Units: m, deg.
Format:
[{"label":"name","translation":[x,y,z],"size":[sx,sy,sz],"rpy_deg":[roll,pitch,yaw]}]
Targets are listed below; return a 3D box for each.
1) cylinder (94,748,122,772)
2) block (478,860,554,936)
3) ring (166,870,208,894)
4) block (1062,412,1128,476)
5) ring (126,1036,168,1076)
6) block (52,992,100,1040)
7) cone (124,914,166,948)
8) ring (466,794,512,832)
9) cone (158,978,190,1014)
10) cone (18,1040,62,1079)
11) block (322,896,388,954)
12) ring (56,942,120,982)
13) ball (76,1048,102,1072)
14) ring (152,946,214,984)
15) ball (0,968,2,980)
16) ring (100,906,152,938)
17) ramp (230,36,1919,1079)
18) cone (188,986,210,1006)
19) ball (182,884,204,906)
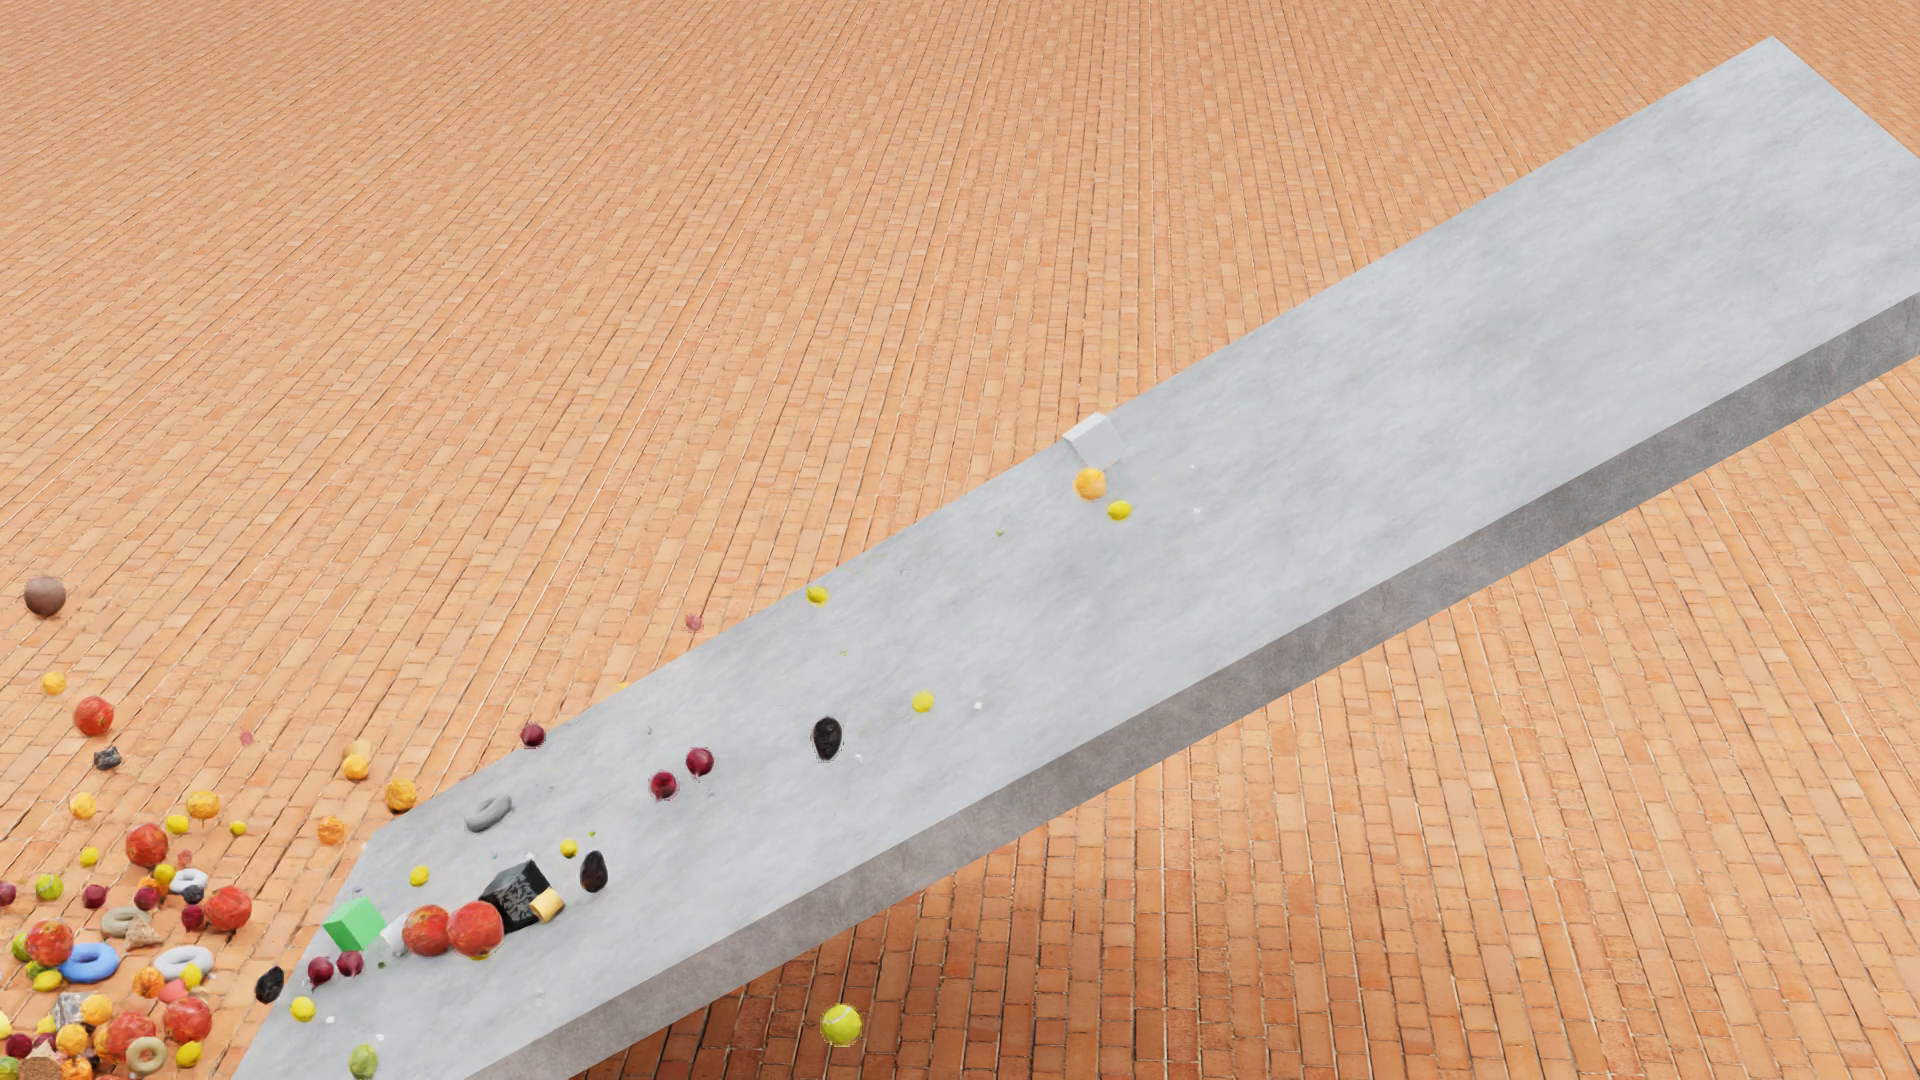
[{"label":"cylinder","translation":[-2.382,0.613,8.216],"size":[0.054,0.054,0.054],"rpy_deg":[17,27,40]},{"label":"block","translation":[-0.939,0.759,6.244],"size":[0.099,0.099,0.099],"rpy_deg":[-23,17,32]},{"label":"ring","translation":[-1.977,0.875,7.527],"size":[0.104,0.035,0.104],"rpy_deg":[0,21,0]},{"label":"block","translation":[0.312,-0.222,6.792],"size":[0.099,0.099,0.099],"rpy_deg":[-34,15,-5]},{"label":"ring","translation":[-1.804,1.144,6.520],"size":[0.090,0.090,0.030],"rpy_deg":[-8,13,-22]},{"label":"block","translation":[-2.038,1.095,6.778],"size":[0.076,0.076,0.076],"rpy_deg":[1,51,-34]},{"label":"cone","translation":[-1.996,0.976,7.235],"size":[0.088,0.088,0.088],"rpy_deg":[21,10,-25]},{"label":"ring","translation":[-1.137,0.658,7.094],"size":[0.126,0.042,0.126],"rpy_deg":[-32,15,10]},{"label":"cone","translation":[-1.813,1.073,6.838],"size":[0.077,0.077,0.077],"rpy_deg":[-21,60,-45]},{"label":"cone","translation":[-2.039,1.146,6.543],"size":[0.097,0.097,0.097],"rpy_deg":[-2,38,-5]},{"label":"block","translation":[-1.398,0.890,6.797],"size":[0.087,0.087,0.087],"rpy_deg":[-17,21,45]},{"label":"ring","translation":[-2.103,1.019,7.096],"size":[0.145,0.048,0.145],"rpy_deg":[2,23,-1]},{"label":"ball","translation":[-1.969,1.174,6.647],"size":[0.055,0.055,0.055],"rpy_deg":[0,19,0]},{"label":"ring","translation":[-1.871,1.023,7.084],"size":[0.144,0.048,0.144],"rpy_deg":[-4,19,2]},{"label":"ball","translation":[-2.318,1.039,7.027],"size":[0.057,0.057,0.057],"rpy_deg":[0,19,0]},{"label":"ring","translation":[-2.074,0.949,7.310],"size":[0.123,0.041,0.123],"rpy_deg":[0,21,0]},{"label":"ramp","translation":[0.141,0.169,6.289],"size":[4.000,0.100,2.000],"rpy_deg":[-29,15,13]},{"label":"cone","translation":[-1.800,1.081,6.913],"size":[0.052,0.052,0.052],"rpy_deg":[-35,-7,41]},{"label":"ball","translation":[-1.939,0.897,7.438],"size":[0.052,0.052,0.052],"rpy_deg":[0,19,0]}]
